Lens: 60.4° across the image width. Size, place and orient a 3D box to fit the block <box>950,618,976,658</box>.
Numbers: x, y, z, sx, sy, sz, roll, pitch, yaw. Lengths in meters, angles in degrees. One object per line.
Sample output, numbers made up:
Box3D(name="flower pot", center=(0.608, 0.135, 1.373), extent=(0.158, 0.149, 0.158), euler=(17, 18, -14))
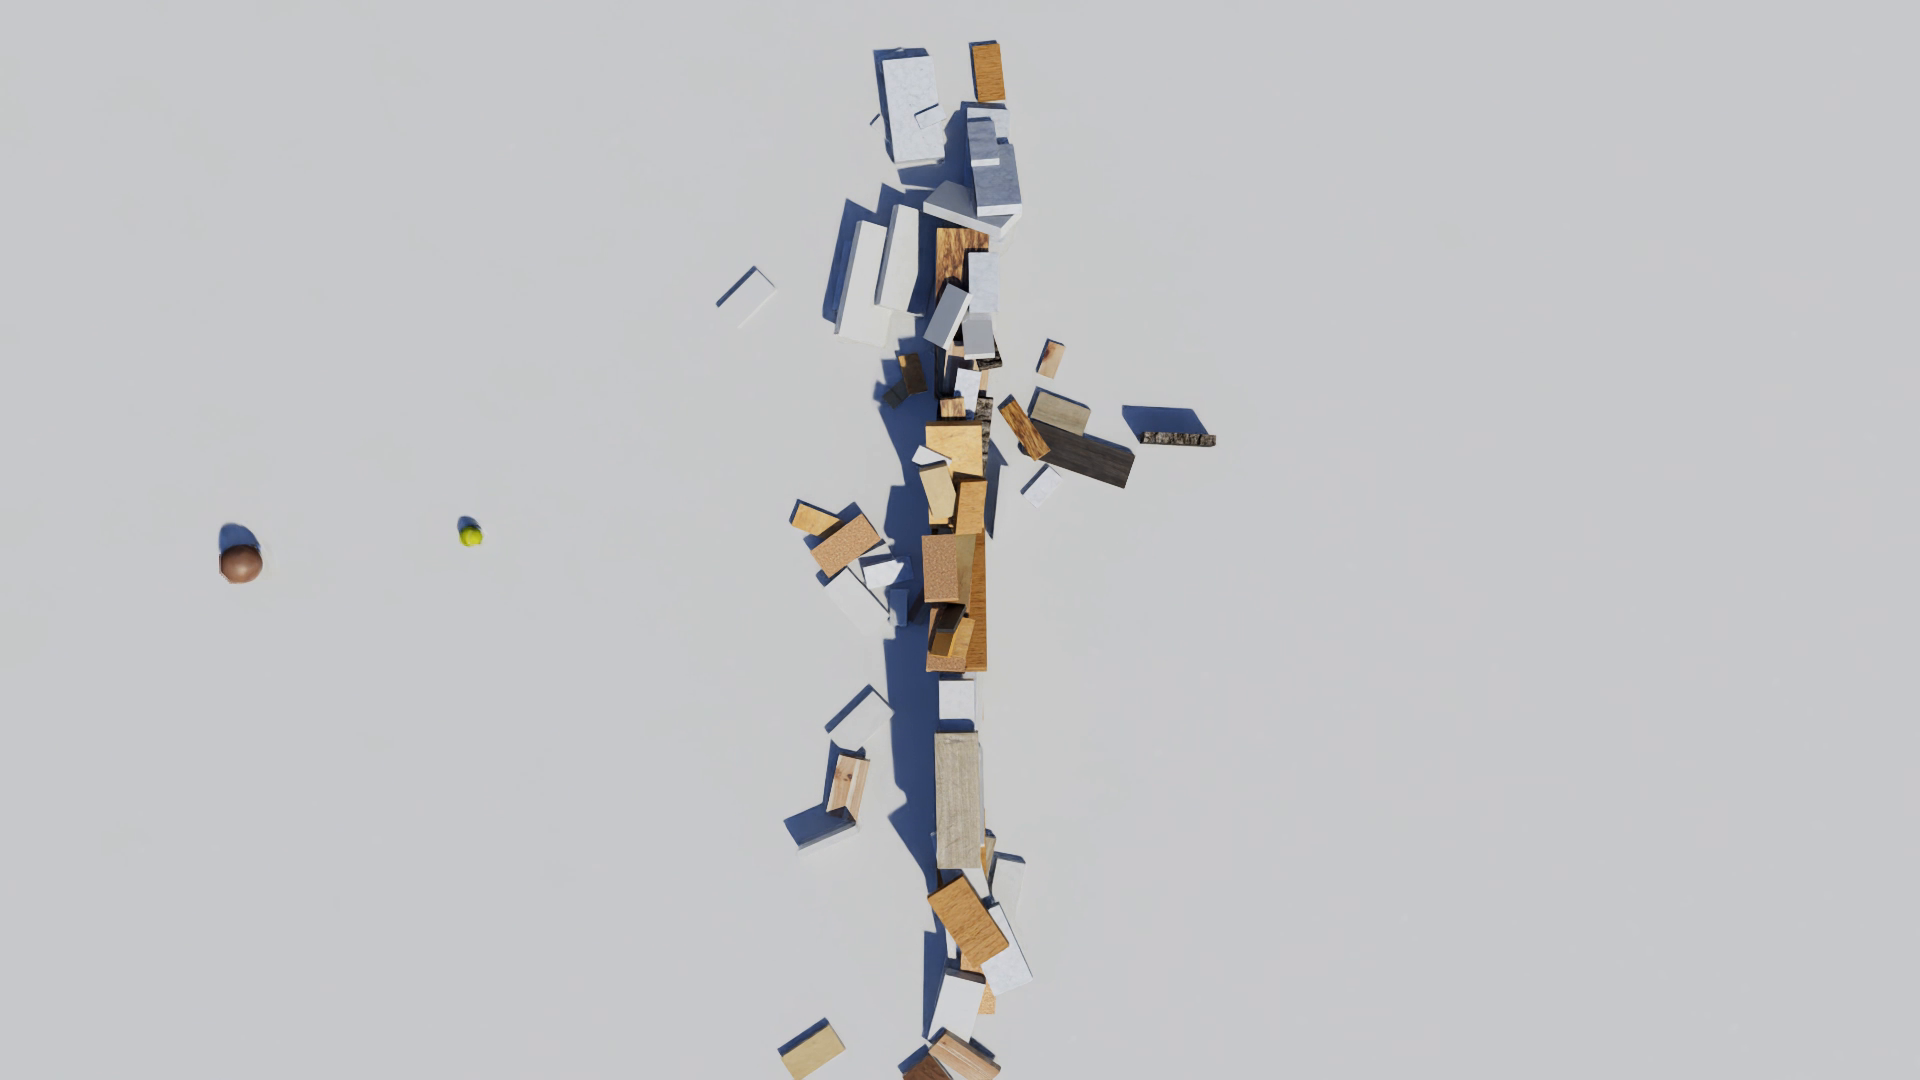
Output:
Box3D(name="block", center=(0.002, 0.309, 5.242), extent=(0.063, 0.018, 0.127), euler=(14, 72, 5))

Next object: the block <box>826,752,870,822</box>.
Box3D(name="block", center=(-0.371, 0.820, 5.470), extent=(0.105, 0.030, 0.210), euler=(13, 99, 0))

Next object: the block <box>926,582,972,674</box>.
Box3D(name="block", center=(-0.032, 0.228, 5.298), extent=(0.123, 0.035, 0.401), euler=(4, 71, 2))

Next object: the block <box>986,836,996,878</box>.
Box3D(name="block", center=(0.034, 1.096, 5.483), extent=(0.121, 0.034, 0.241), euler=(14, 90, 0))

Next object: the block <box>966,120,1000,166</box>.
Box3D(name="block", center=(0.075, -1.296, 5.388), extent=(0.090, 0.026, 0.181), euler=(-4, 56, -2))

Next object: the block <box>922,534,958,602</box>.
Box3D(name="block", center=(-0.064, 0.090, 5.275), extent=(0.107, 0.030, 0.214), euler=(-3, 71, 0))

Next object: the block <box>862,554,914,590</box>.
Box3D(name="block", center=(-0.238, 0.106, 5.469), extent=(0.158, 0.022, 0.079), euler=(-13, 110, -5))

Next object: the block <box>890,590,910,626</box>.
Box3D(name="block", center=(-0.201, 0.225, 5.481), extent=(0.061, 0.017, 0.122), euler=(1, 90, 21))

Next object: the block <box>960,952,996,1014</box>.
Box3D(name="block", center=(0.060, 1.453, 5.434), extent=(0.121, 0.034, 0.241), euler=(2, 112, -2))

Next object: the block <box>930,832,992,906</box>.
Box3D(name="block", center=(0.017, 1.107, 5.326), extent=(0.134, 0.038, 0.368), euler=(-15, 96, 2))

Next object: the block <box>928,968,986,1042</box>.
Box3D(name="block", center=(-0.010, 1.543, 5.431), extent=(0.134, 0.038, 0.268), euler=(14, 113, 0))

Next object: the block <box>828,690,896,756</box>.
Box3D(name="block", center=(-0.327, 0.611, 5.485), extent=(0.210, 0.030, 0.105), euler=(-44, 90, 0))

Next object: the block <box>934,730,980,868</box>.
Box3D(name="block", center=(-0.007, 0.820, 5.209), extent=(0.136, 0.039, 0.438), euler=(-1, 97, 2))

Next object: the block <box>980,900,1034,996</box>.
Box3D(name="block", center=(0.118, 1.316, 5.309), extent=(0.136, 0.039, 0.273), euler=(-24, 96, 3))

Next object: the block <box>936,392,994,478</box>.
Box3D(name="block", center=(0.002, -0.294, 5.345), extent=(0.176, 0.050, 0.352), euler=(6, 104, -1))

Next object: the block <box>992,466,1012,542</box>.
Box3D(name="block", center=(0.138, -0.120, 5.438), extent=(0.035, 0.123, 0.247), euler=(6, 90, 0))

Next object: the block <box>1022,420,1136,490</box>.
Box3D(name="block", center=(0.395, -0.283, 5.483), extent=(0.357, 0.033, 0.117), euler=(19, 90, 0))

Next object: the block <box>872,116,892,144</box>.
Box3D(name="block", center=(-0.245, -1.365, 5.493), extent=(0.094, 0.013, 0.047), euler=(41, 90, 0))

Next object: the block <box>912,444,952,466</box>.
Box3D(name="block", center=(-0.089, -0.255, 5.239), extent=(0.114, 0.016, 0.057), euler=(25, 112, -9))

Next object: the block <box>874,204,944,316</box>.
Box3D(name="block", center=(-0.168, -0.920, 5.441), extent=(0.167, 0.047, 0.334), euler=(11, 90, -27))

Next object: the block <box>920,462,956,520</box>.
Box3D(name="block", center=(-0.061, -0.155, 5.267), extent=(0.091, 0.026, 0.182), euler=(-14, 120, 7))

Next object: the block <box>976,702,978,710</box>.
Box3D(name="block", center=(-0.003, 0.629, 5.289), extent=(0.109, 0.031, 0.219), euler=(2, 74, 1))

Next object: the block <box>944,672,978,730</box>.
Box3D(name="block", center=(-0.001, 0.499, 5.295), extent=(0.109, 0.031, 0.219), euler=(2, 72, 0))

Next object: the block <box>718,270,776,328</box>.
Box3D(name="block", center=(-0.707, -0.801, 5.487), extent=(0.181, 0.026, 0.090), euler=(-45, 90, 0))

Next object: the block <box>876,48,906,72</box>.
Box3D(name="block", center=(-0.226, -1.597, 5.493), extent=(0.095, 0.013, 0.047), euler=(-22, 90, 0))

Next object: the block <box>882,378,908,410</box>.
Box3D(name="block", center=(-0.198, -0.493, 5.492), extent=(0.114, 0.016, 0.057), euler=(-42, 90, 0))

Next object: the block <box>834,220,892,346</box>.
Box3D(name="block", center=(-0.294, -0.844, 5.438), extent=(0.167, 0.047, 0.380), euler=(12, 89, -27))

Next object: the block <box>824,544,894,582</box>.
Box3D(name="block", center=(-0.332, 0.099, 5.489), extent=(0.232, 0.022, 0.079), euler=(-27, 90, 0))

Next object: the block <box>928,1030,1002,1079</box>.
Box3D(name="block", center=(0.016, 1.719, 5.458), extent=(0.225, 0.028, 0.097), euler=(36, 111, -6))

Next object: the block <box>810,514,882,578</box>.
Box3D(name="block", center=(-0.379, 0.019, 5.462), extent=(0.214, 0.030, 0.107), euler=(-37, 90, 0))

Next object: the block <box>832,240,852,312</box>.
Box3D(name="block", center=(-0.346, -0.869, 5.483), extent=(0.117, 0.033, 0.235), euler=(10, 90, 0))

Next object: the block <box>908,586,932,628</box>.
Box3D(name="block", center=(-0.126, 0.222, 5.491), extent=(0.061, 0.017, 0.121), euler=(29, 90, 0))

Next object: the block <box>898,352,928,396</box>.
Box3D(name="block", center=(-0.156, -0.552, 5.477), extent=(0.065, 0.018, 0.131), euler=(-15, 84, -12))

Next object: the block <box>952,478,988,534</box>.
Box3D(name="block", center=(0.031, -0.107, 5.279), extent=(0.091, 0.026, 0.182), euler=(-5, 116, -23))

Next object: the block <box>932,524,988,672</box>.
Box3D(name="block", center=(-0.003, 0.185, 5.358), extent=(0.176, 0.050, 0.488), euler=(-1, 71, 0))

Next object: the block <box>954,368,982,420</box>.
Box3D(name="block", center=(0.015, -0.443, 5.272), extent=(0.076, 0.021, 0.206), euler=(9, 104, -2))

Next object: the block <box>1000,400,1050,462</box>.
Box3D(name="block", center=(0.216, -0.363, 5.462), extent=(0.065, 0.018, 0.208), euler=(-36, 77, 10))

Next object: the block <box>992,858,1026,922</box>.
Box3D(name="block", center=(0.153, 1.162, 5.486), extent=(0.097, 0.028, 0.194), euler=(11, 90, 0))
